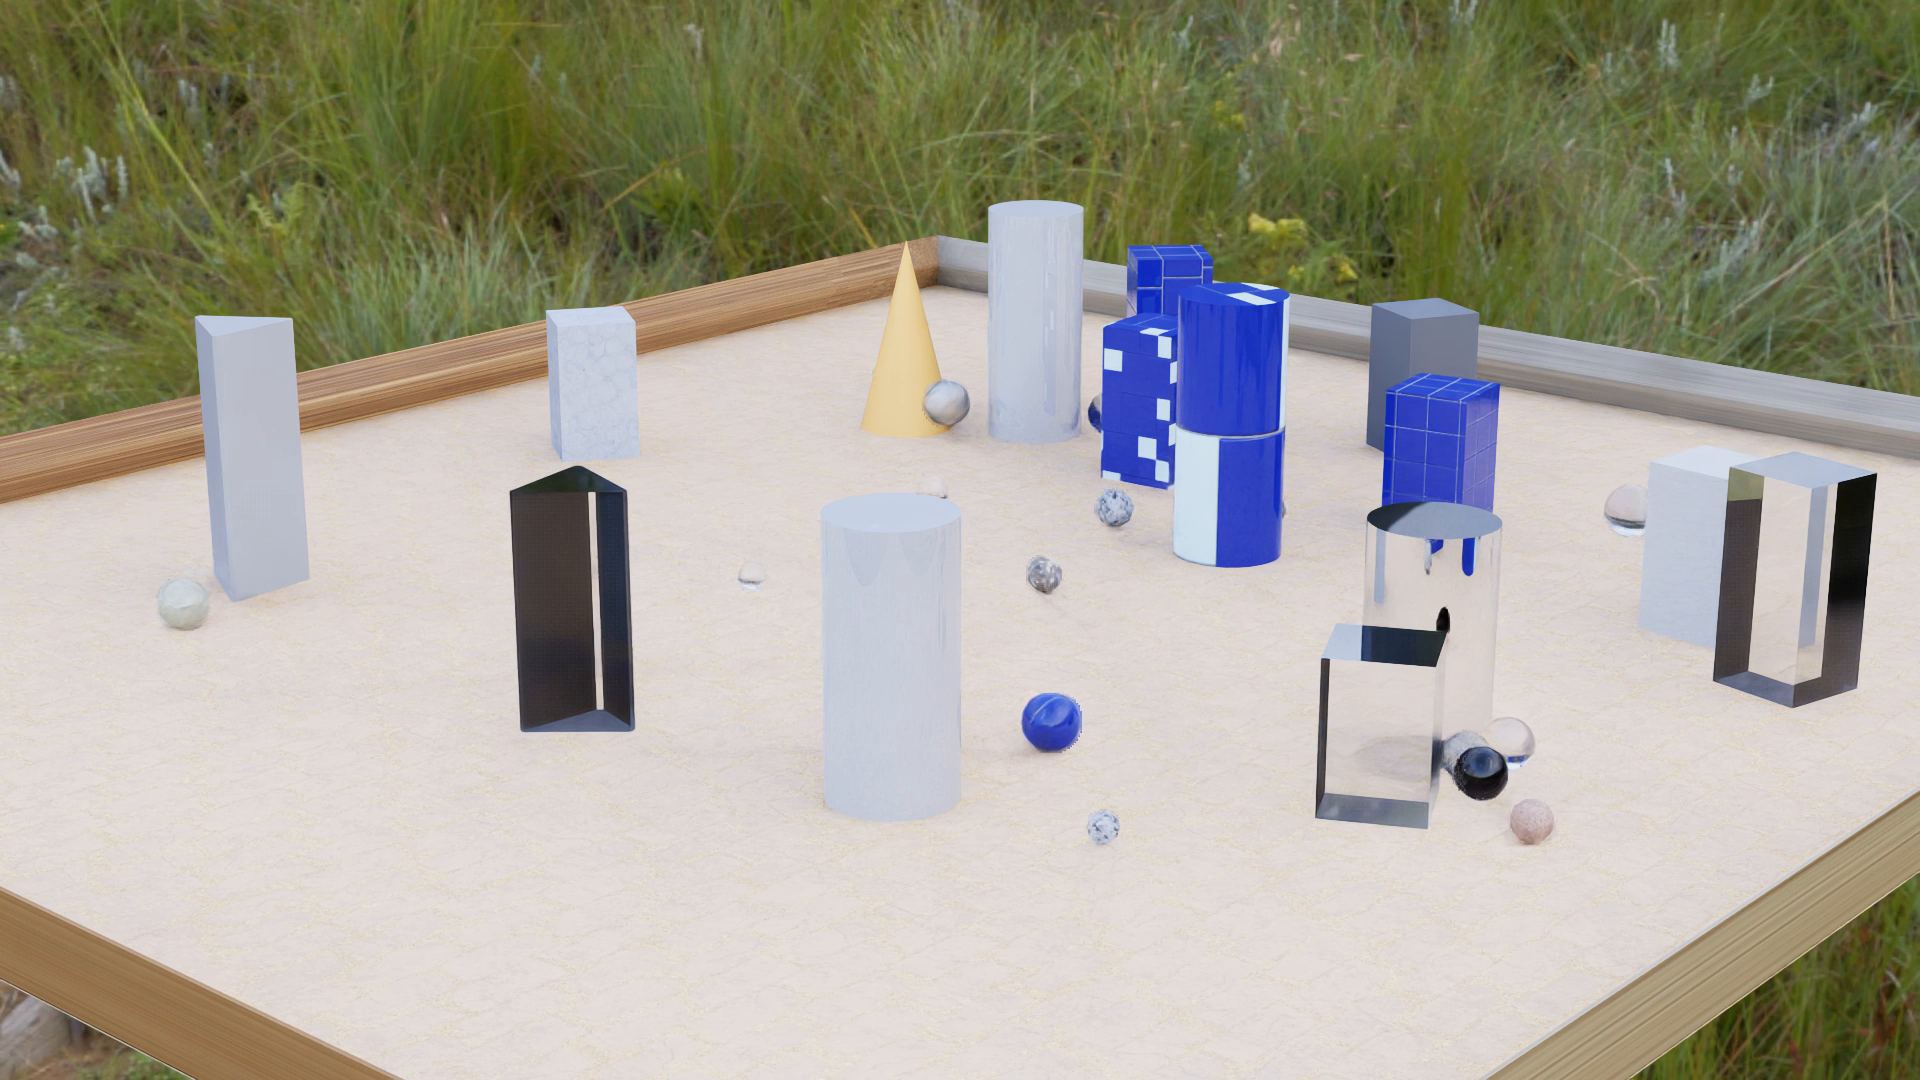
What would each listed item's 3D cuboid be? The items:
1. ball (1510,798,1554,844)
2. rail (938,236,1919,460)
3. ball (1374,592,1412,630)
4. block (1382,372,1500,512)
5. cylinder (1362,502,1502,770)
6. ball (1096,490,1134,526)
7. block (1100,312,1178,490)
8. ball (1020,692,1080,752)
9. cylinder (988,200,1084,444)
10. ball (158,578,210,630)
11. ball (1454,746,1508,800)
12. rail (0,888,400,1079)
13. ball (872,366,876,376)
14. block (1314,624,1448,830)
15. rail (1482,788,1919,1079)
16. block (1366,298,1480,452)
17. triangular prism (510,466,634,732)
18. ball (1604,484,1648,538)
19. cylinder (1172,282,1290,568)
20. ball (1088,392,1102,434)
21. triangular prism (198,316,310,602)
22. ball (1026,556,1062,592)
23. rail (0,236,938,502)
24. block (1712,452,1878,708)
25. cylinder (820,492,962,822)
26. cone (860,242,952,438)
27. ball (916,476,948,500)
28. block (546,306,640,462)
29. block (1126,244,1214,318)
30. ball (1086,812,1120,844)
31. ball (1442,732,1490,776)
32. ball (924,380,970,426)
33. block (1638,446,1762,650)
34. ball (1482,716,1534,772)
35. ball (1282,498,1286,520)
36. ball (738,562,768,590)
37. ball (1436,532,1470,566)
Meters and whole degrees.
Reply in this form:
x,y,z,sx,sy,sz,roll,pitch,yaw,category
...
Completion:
x,y,z,sx,sy,sz,roll,pitch,yaw,category
0.791,0.389,4.057,0.061,0.061,0.061,0,17,0,ball
1.271,-0.390,6.522,3.567,0.129,0.045,14,22,39,rail
0.731,0.120,4.948,0.063,0.063,0.063,0,17,0,ball
0.896,-0.151,5.475,0.159,0.278,0.159,10,19,30,block
0.700,0.140,4.374,0.198,0.354,0.198,0,17,0,cylinder
0.293,-0.060,5.533,0.070,0.070,0.070,0,17,0,ball
0.393,-0.279,5.841,0.159,0.311,0.159,12,20,34,block
0.136,0.272,4.395,0.090,0.090,0.090,0,17,0,ball
0.157,-0.457,6.143,0.198,0.478,0.198,0,17,0,cylinder
-1.309,0.108,4.946,0.087,0.087,0.087,0,17,0,ball
0.748,0.335,4.207,0.078,0.078,0.078,0,17,0,ball
-1.271,0.455,3.718,3.567,0.129,0.045,14,22,39,rail
-0.177,-0.373,6.613,0.047,0.047,0.047,0,17,0,ball
0.599,0.263,4.166,0.159,0.240,0.159,4,17,14,block
1.329,0.365,4.015,0.045,0.129,3.926,14,22,39,rail
0.951,-0.331,6.037,0.159,0.298,0.159,-7,18,-21,block
-0.587,0.089,4.500,0.172,0.381,0.149,0,17,-1,triangular prism
1.250,-0.054,5.462,0.099,0.099,0.099,0,17,0,ball
0.490,-0.209,5.313,0.198,0.482,0.198,0,17,0,cylinder
0.316,-0.267,6.178,0.094,0.094,0.094,0,17,0,ball
-1.270,-0.151,5.135,0.149,0.473,0.172,12,21,35,triangular prism
0.148,0.060,5.146,0.062,0.062,0.062,0,17,0,ball
-1.329,-0.301,6.225,0.045,0.129,3.926,14,22,39,rail
1.318,0.061,4.634,0.159,0.357,0.159,-12,20,-34,block
-0.097,0.165,4.169,0.198,0.426,0.198,0,17,0,cylinder
-0.113,-0.437,6.208,0.198,0.402,0.198,0,17,0,cone
-0.053,-0.093,5.655,0.062,0.062,0.062,0,17,0,ball
-0.755,-0.322,6.031,0.159,0.283,0.159,-5,17,-15,block
0.443,-0.432,6.250,0.159,0.368,0.159,-1,17,-4,block
0.198,0.398,4.053,0.046,0.046,0.046,0,17,0,ball
0.741,0.316,4.280,0.073,0.073,0.073,0,17,0,ball
-0.027,-0.287,6.150,0.096,0.096,0.096,0,17,0,ball
1.260,0.010,4.914,0.159,0.291,0.159,-14,22,-40,block
0.806,0.300,4.319,0.080,0.080,0.080,0,17,0,ball
0.564,-0.059,5.487,0.090,0.090,0.090,0,17,0,ball
-0.364,0.063,5.155,0.052,0.052,0.052,0,17,0,ball
0.892,0.016,5.297,0.060,0.060,0.060,0,17,0,ball
